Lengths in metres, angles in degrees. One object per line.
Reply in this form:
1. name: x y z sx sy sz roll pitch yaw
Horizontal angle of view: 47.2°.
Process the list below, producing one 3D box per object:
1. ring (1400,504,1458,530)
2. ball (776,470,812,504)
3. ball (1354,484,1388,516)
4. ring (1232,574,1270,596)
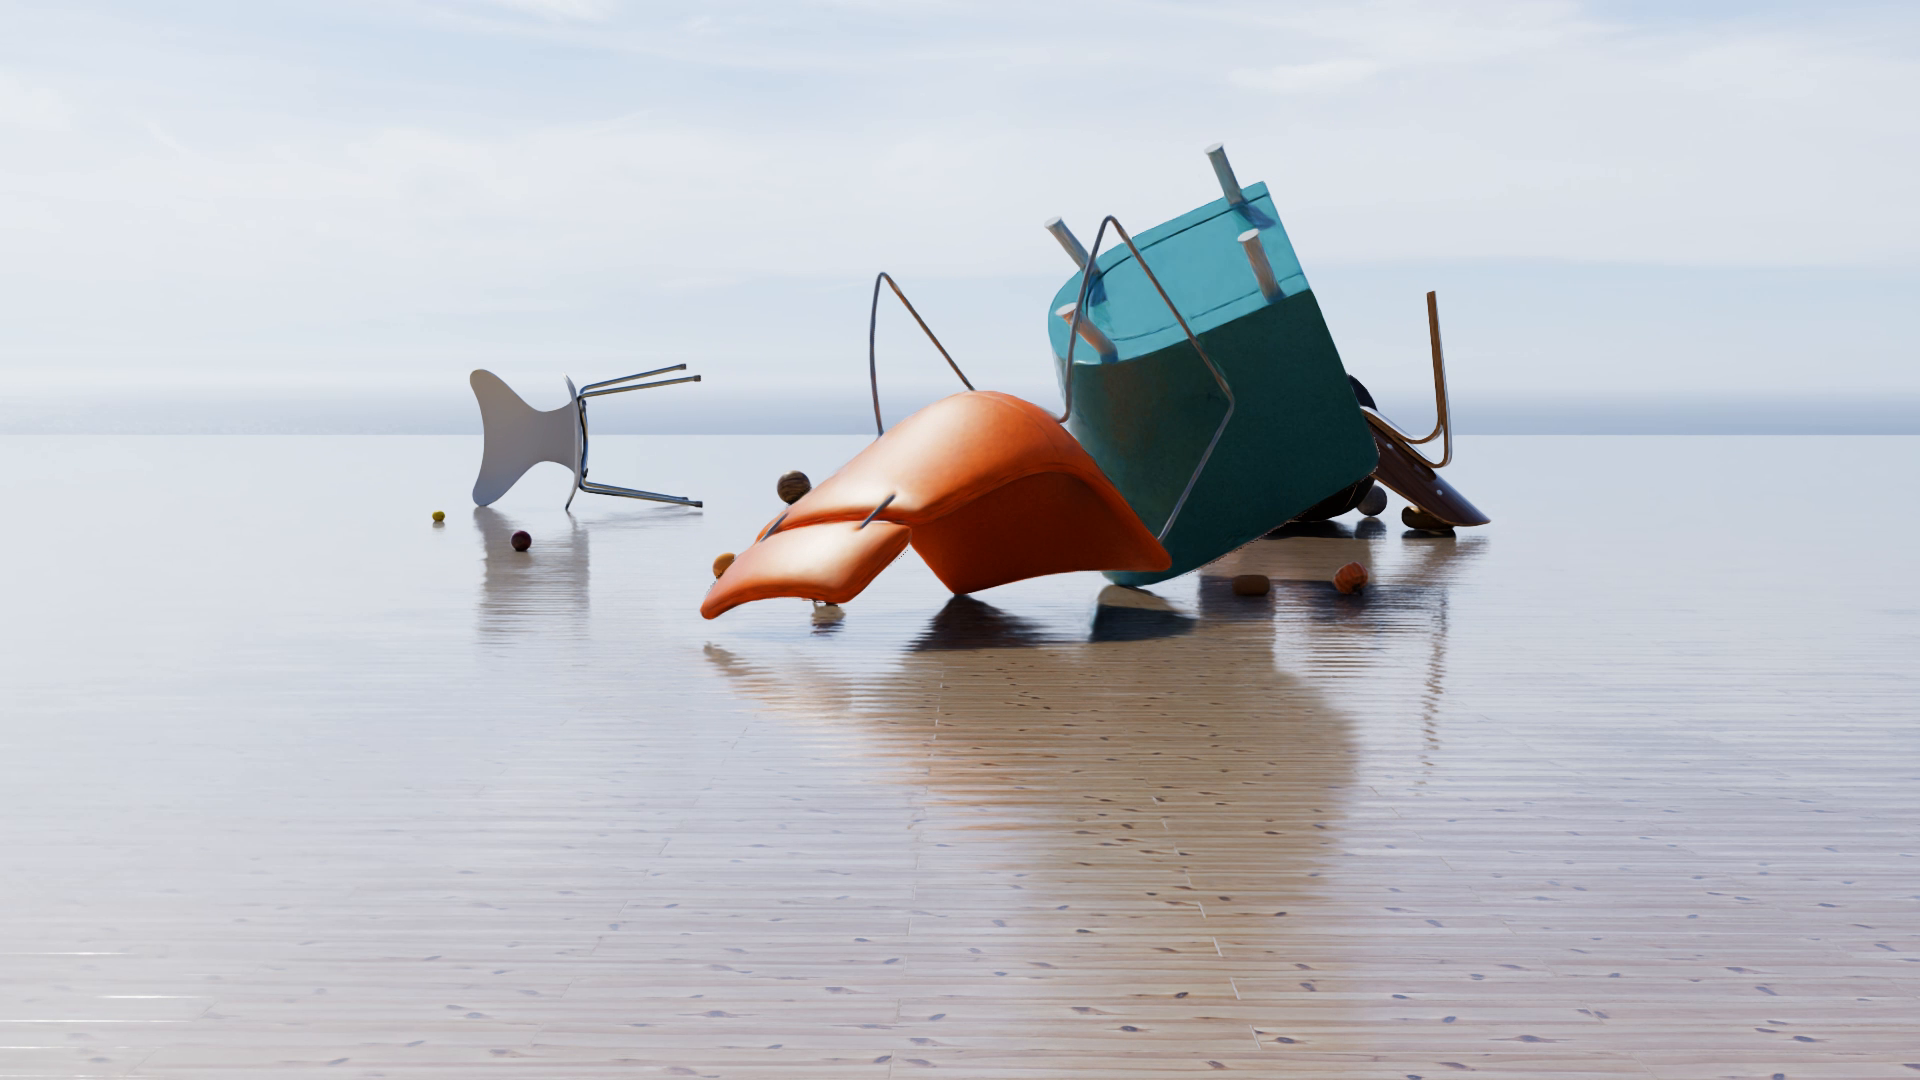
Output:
1. ring: 1.511 -0.073 7.082 0.179 0.072 0.210 4 6 1
2. ball: -0.644 -0.204 8.519 0.137 0.137 0.137 0 4 0
3. ball: 1.449 -0.140 7.755 0.114 0.114 0.114 0 4 0
4. ring: 0.635 0.099 4.799 0.080 0.042 0.087 -3 3 -23
